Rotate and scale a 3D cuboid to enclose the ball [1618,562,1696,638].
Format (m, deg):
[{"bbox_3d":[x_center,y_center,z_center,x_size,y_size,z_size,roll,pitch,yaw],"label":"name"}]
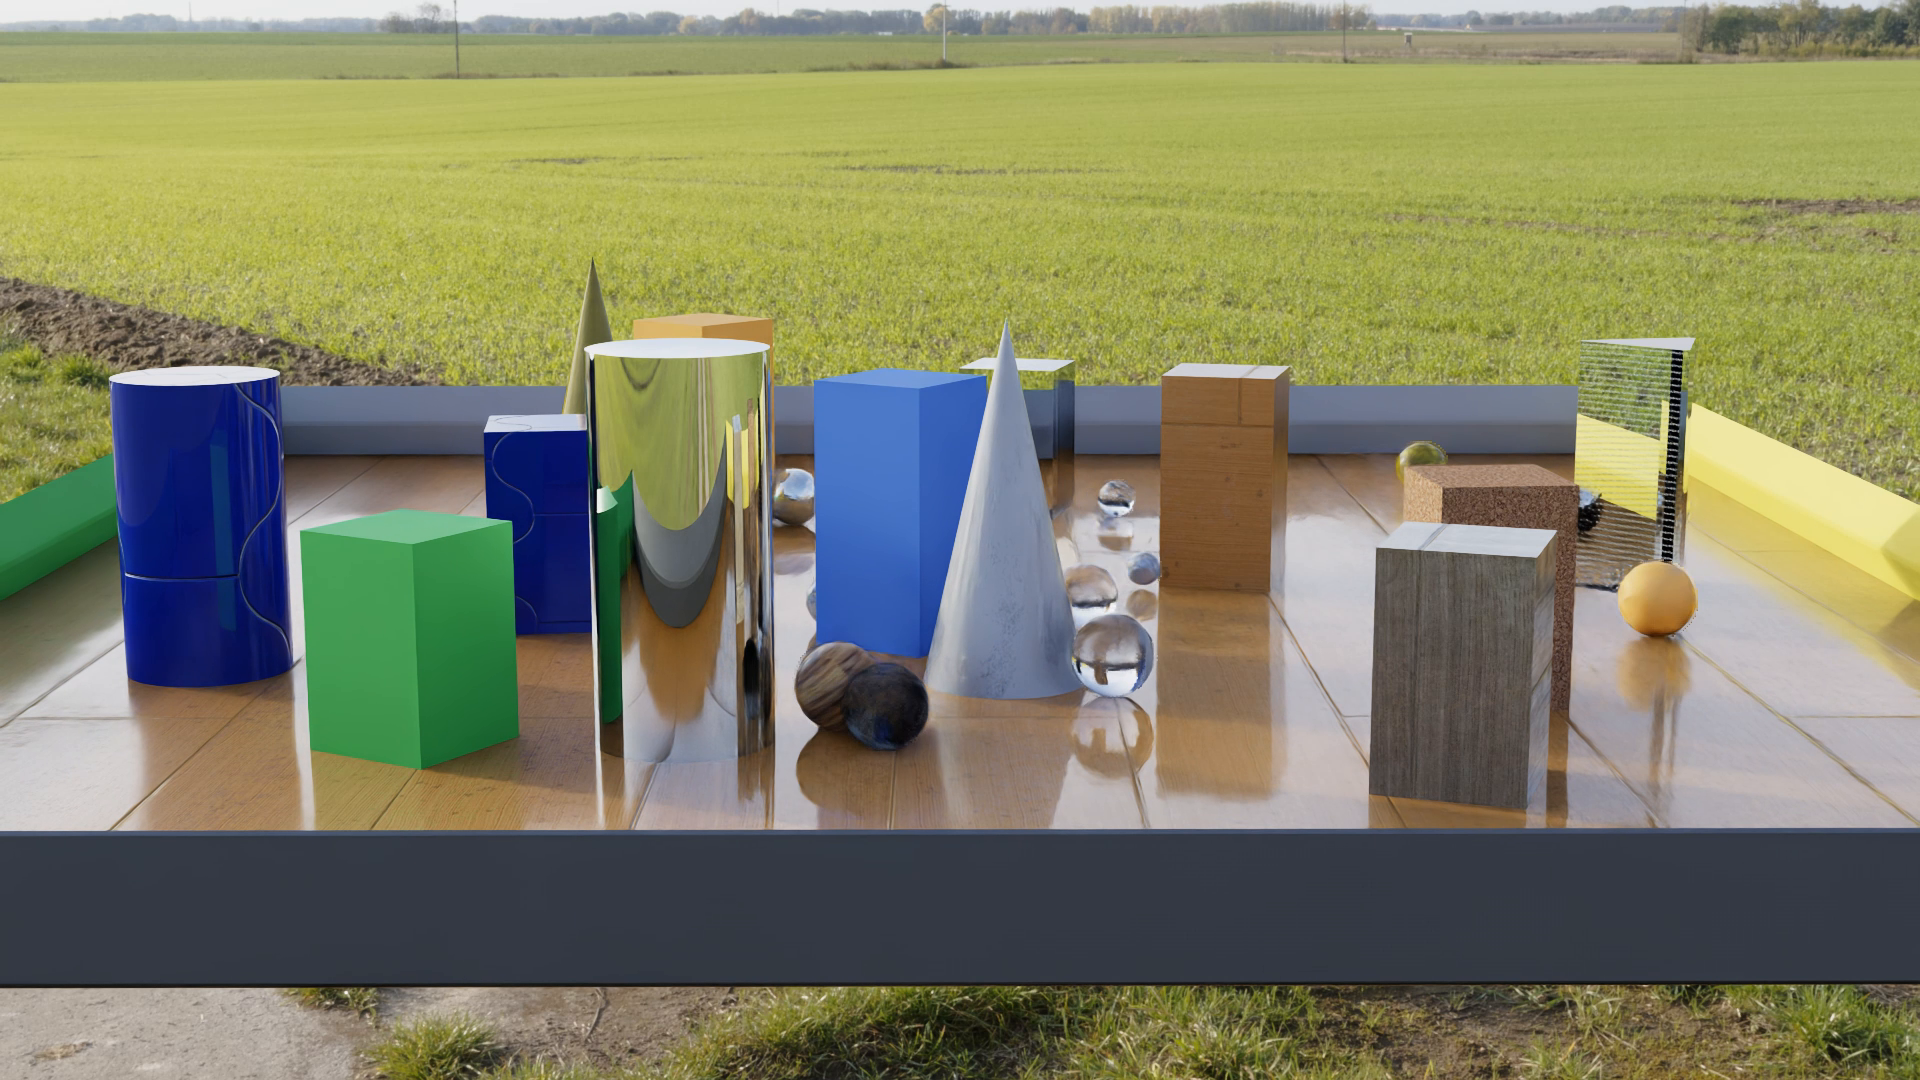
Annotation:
[{"bbox_3d":[0.897,0.076,3.303,0.098,0.098,0.098,0,10,0],"label":"ball"}]

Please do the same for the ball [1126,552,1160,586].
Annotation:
[{"bbox_3d":[0.258,0.040,3.617,0.048,0.048,0.048,0,10,0],"label":"ball"}]

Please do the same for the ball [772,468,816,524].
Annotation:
[{"bbox_3d":[-0.267,-0.070,4.111,0.090,0.090,0.090,0,10,0],"label":"ball"}]

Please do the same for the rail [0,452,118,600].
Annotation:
[{"bbox_3d":[-1.299,0.034,3.442,0.045,0.128,2.862,0,10,0],"label":"rail"}]

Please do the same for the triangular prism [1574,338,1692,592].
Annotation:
[{"bbox_3d":[0.977,-0.105,3.599,0.148,0.347,0.171,-9,14,-41],"label":"triangular prism"}]

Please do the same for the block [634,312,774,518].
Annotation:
[{"bbox_3d":[-0.412,-0.194,4.143,0.158,0.324,0.158,9,14,40],"label":"block"}]

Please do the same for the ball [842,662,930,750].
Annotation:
[{"bbox_3d":[-0.080,0.179,2.762,0.094,0.094,0.094,0,10,0],"label":"ball"}]

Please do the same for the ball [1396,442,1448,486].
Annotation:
[{"bbox_3d":[0.794,-0.124,4.414,0.088,0.088,0.088,0,10,0],"label":"ball"}]

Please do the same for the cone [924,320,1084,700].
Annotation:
[{"bbox_3d":[0.054,-0.047,3.041,0.197,0.435,0.197,0,10,0],"label":"cone"}]

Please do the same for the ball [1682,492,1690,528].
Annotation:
[{"bbox_3d":[1.091,-0.050,3.999,0.092,0.092,0.092,0,10,0],"label":"ball"}]

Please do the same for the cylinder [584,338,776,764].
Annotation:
[{"bbox_3d":[-0.301,0.007,2.768,0.197,0.430,0.197,0,10,0],"label":"cylinder"}]

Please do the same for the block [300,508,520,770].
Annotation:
[{"bbox_3d":[-0.592,0.103,2.770,0.158,0.240,0.158,6,12,30],"label":"block"}]

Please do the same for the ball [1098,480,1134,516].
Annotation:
[{"bbox_3d":[0.254,-0.067,4.183,0.059,0.059,0.059,0,10,0],"label":"ball"}]

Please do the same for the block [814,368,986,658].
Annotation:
[{"bbox_3d":[-0.074,-0.039,3.266,0.158,0.337,0.158,7,12,32],"label":"block"}]

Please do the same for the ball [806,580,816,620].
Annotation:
[{"bbox_3d":[-0.167,0.079,3.363,0.071,0.071,0.071,0,10,0],"label":"ball"}]

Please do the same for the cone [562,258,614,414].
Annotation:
[{"bbox_3d":[-0.541,-0.198,3.817,0.197,0.450,0.197,0,10,0],"label":"cone"}]

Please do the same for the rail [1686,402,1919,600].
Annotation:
[{"bbox_3d":[1.299,0.032,3.456,0.045,0.128,2.862,0,10,0],"label":"rail"}]

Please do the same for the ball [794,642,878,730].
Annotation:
[{"bbox_3d":[-0.134,0.161,2.841,0.098,0.098,0.098,0,10,0],"label":"ball"}]

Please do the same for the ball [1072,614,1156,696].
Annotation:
[{"bbox_3d":[0.179,0.134,2.991,0.098,0.098,0.098,0,10,0],"label":"ball"}]

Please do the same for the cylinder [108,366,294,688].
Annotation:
[{"bbox_3d":[-0.916,-0.020,3.105,0.197,0.360,0.197,0,10,0],"label":"cylinder"}]

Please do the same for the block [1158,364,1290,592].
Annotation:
[{"bbox_3d":[0.377,-0.092,3.657,0.158,0.300,0.158,3,11,14],"label":"block"}]

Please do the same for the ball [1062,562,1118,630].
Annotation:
[{"bbox_3d":[0.162,0.073,3.346,0.088,0.088,0.088,0,10,0],"label":"ball"}]

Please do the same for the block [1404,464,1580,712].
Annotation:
[{"bbox_3d":[0.610,0.054,2.977,0.158,0.261,0.158,-1,11,-6],"label":"block"}]

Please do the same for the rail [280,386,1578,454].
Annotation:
[{"bbox_3d":[-0.008,-0.223,4.832,2.645,0.128,0.045,0,10,0],"label":"rail"}]

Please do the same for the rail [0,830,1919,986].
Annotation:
[{"bbox_3d":[0.008,0.289,2.065,2.645,0.128,0.045,0,10,0],"label":"rail"}]

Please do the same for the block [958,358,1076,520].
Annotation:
[{"bbox_3d":[0.095,-0.169,4.231,0.158,0.242,0.158,3,11,15],"label":"block"}]

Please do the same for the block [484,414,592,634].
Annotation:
[{"bbox_3d":[-0.539,-0.023,3.381,0.158,0.265,0.158,-1,11,-7],"label":"block"}]

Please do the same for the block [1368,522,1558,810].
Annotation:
[{"bbox_3d":[0.514,0.124,2.618,0.158,0.254,0.158,4,11,20],"label":"block"}]
